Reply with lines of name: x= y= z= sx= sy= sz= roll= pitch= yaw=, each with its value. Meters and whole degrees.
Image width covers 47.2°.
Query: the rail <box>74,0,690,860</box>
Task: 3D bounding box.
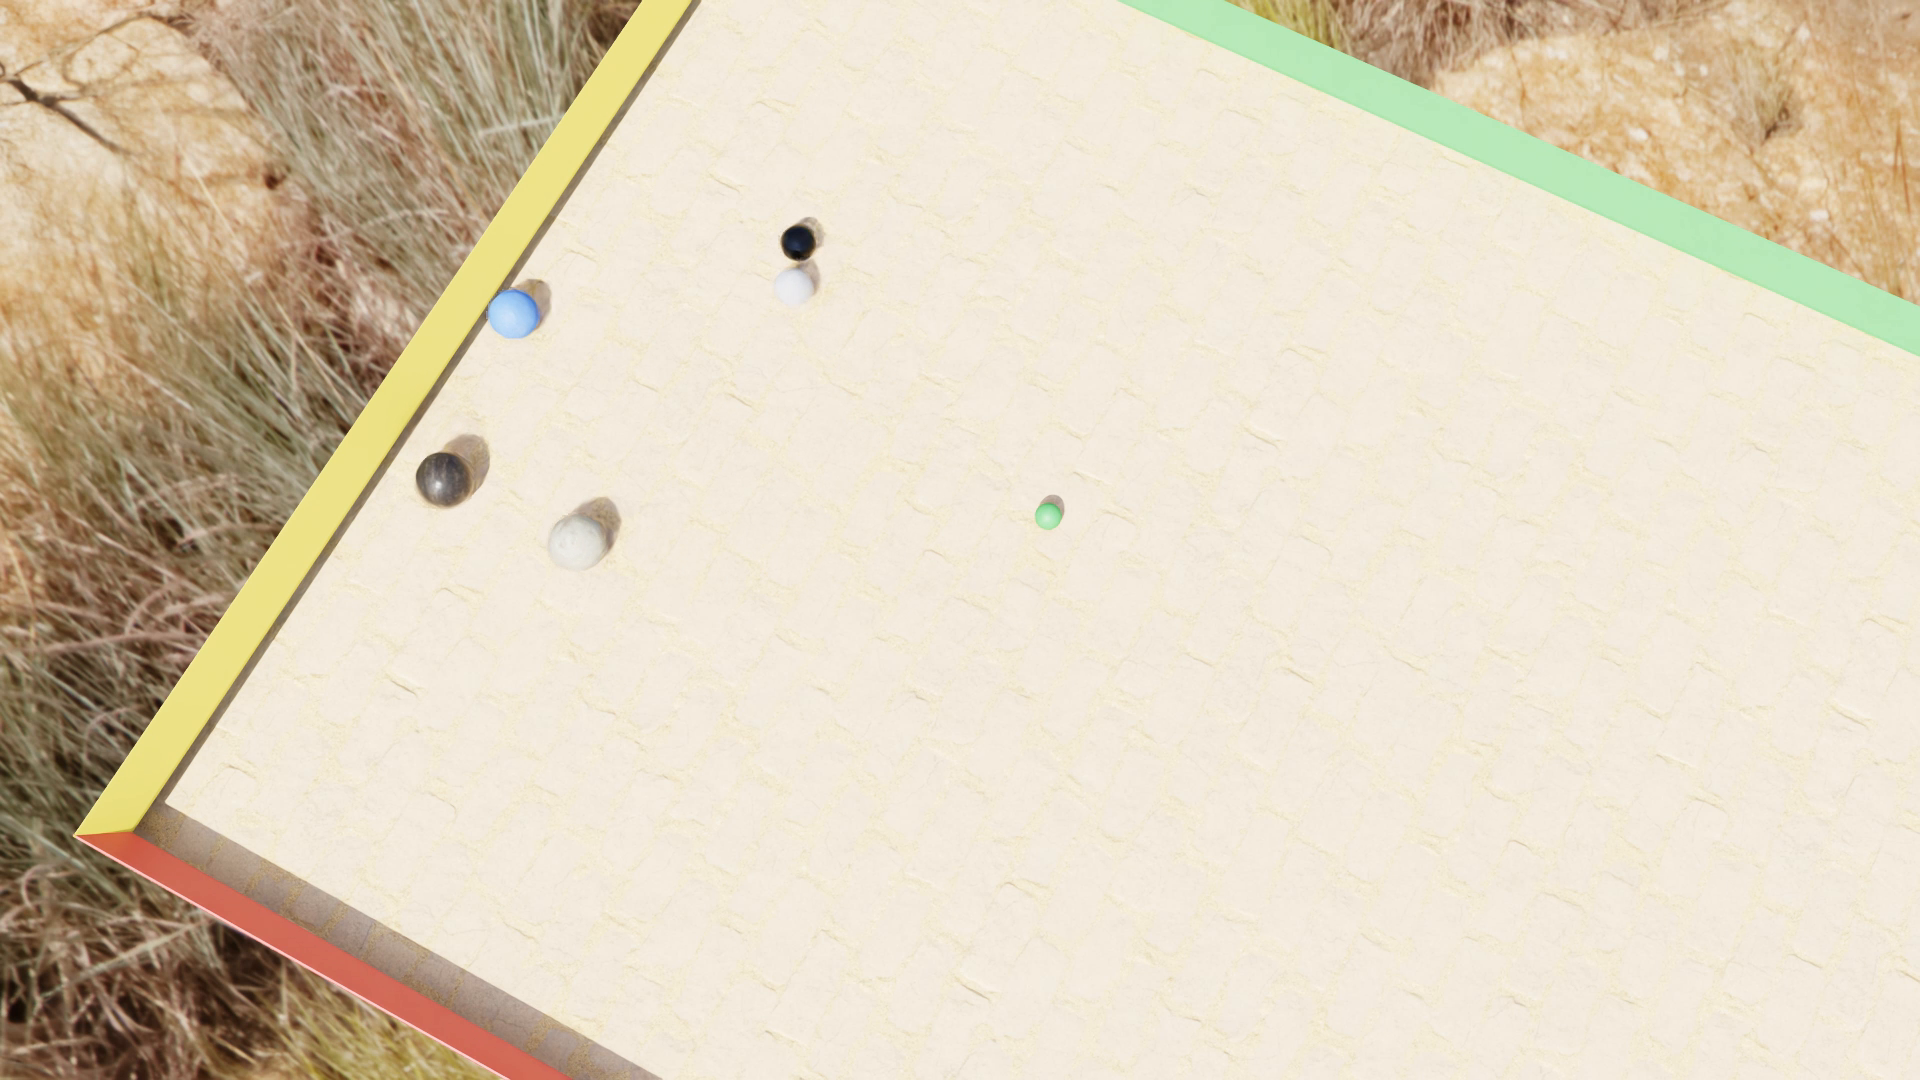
rail: x=-0.786 y=-0.398 z=3.576 sx=0.045 sy=0.119 sz=2.078 roll=26 pitch=72 yaw=9

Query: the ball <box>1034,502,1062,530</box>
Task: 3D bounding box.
ball: x=0.140 y=-0.037 z=3.482 sx=0.043 sy=0.043 sz=0.043 roll=0 pitch=69 yaw=0

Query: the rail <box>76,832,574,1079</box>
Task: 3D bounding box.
rail: x=0.332 y=1.231 z=2.965 sx=3.649 sy=0.119 sz=0.045 roll=26 pitch=72 yaw=9

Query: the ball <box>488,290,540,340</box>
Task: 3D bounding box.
ball: x=-0.727 y=-0.368 z=3.585 sx=0.081 sy=0.081 sz=0.081 roll=0 pitch=69 yaw=0

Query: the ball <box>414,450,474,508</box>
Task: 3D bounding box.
ball: x=-0.815 y=-0.095 z=3.478 sx=0.091 sy=0.091 sz=0.091 roll=0 pitch=69 yaw=0

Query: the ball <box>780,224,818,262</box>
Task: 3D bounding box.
ball: x=-0.268 y=-0.492 z=3.642 sx=0.062 sy=0.062 sz=0.062 roll=0 pitch=69 yaw=0

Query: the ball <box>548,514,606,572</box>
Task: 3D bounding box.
ball: x=-0.598 y=0.005 z=3.441 sx=0.090 sy=0.090 sz=0.090 roll=0 pitch=69 yaw=0

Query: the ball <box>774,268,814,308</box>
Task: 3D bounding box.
ball: x=-0.273 y=-0.414 z=3.611 sx=0.066 sy=0.066 sz=0.066 roll=0 pitch=69 yaw=0

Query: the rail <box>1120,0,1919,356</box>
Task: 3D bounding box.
rail: x=1.281 y=-0.450 z=3.595 sx=3.649 sy=0.119 sz=0.045 roll=26 pitch=72 yaw=9
